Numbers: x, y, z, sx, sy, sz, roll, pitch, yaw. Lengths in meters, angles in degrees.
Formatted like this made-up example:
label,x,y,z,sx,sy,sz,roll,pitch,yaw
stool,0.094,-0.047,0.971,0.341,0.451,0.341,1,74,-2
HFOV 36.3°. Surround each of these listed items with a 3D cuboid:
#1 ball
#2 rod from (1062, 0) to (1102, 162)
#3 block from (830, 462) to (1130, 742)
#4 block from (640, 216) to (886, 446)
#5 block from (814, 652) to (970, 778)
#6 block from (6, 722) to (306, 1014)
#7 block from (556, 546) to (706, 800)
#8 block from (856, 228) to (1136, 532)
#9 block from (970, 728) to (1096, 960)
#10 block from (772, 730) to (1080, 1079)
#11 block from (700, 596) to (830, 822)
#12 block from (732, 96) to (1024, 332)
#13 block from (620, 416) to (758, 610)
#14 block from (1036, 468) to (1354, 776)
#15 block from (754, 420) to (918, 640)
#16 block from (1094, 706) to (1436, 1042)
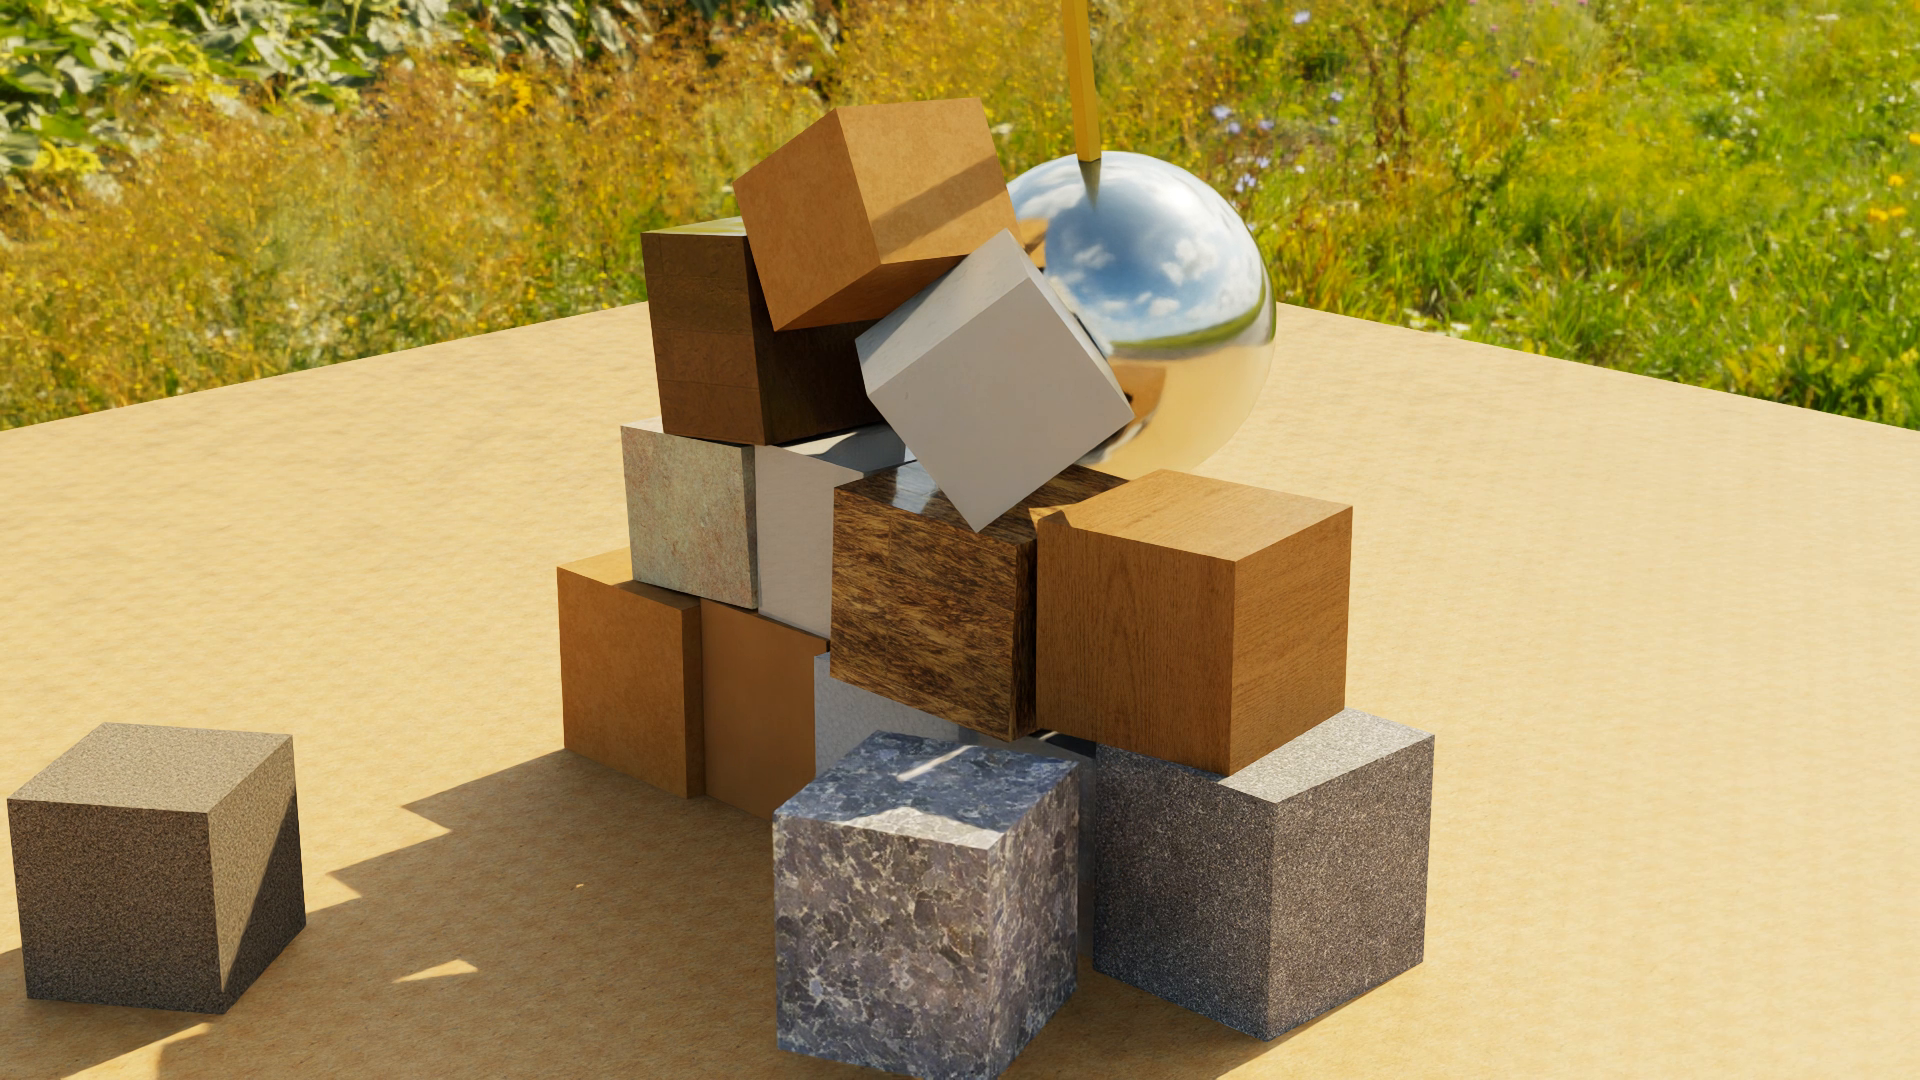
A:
label,x,y,z,sx,sy,sz,roll,pitch,yaw
ball,0.684,-1.020,13.738,1.600,1.600,1.600,0,17,0
rod,0.297,-4.105,12.362,0.080,5.200,0.080,17,33,42
block,0.166,0.197,12.980,1.040,0.890,1.033,18,25,38
block,-0.880,-1.025,13.881,0.836,0.966,0.835,-15,15,-38
block,0.047,0.979,13.613,1.089,0.969,0.936,-17,24,-42
block,-3.391,1.378,12.459,0.872,0.901,0.886,3,18,10
block,-1.281,0.580,14.872,1.120,0.976,0.973,-17,24,-42
block,0.135,-0.693,12.498,0.826,0.759,0.860,-36,19,7
block,0.650,1.194,13.010,0.911,0.921,0.803,-17,24,-42
block,-0.123,1.480,11.923,0.915,1.027,0.976,7,19,22
block,-0.602,0.759,14.238,0.926,1.015,0.897,-17,24,-42
block,-0.372,-1.452,13.096,0.794,0.714,0.892,-11,-9,-37
block,-1.019,-0.204,14.330,0.833,0.780,0.913,-16,20,-42
block,0.983,0.321,12.318,0.950,0.912,0.947,12,21,34
block,-0.430,-0.051,13.705,0.725,0.850,0.754,-16,23,-41
block,1.278,1.323,12.391,0.953,1.045,1.056,17,24,42
